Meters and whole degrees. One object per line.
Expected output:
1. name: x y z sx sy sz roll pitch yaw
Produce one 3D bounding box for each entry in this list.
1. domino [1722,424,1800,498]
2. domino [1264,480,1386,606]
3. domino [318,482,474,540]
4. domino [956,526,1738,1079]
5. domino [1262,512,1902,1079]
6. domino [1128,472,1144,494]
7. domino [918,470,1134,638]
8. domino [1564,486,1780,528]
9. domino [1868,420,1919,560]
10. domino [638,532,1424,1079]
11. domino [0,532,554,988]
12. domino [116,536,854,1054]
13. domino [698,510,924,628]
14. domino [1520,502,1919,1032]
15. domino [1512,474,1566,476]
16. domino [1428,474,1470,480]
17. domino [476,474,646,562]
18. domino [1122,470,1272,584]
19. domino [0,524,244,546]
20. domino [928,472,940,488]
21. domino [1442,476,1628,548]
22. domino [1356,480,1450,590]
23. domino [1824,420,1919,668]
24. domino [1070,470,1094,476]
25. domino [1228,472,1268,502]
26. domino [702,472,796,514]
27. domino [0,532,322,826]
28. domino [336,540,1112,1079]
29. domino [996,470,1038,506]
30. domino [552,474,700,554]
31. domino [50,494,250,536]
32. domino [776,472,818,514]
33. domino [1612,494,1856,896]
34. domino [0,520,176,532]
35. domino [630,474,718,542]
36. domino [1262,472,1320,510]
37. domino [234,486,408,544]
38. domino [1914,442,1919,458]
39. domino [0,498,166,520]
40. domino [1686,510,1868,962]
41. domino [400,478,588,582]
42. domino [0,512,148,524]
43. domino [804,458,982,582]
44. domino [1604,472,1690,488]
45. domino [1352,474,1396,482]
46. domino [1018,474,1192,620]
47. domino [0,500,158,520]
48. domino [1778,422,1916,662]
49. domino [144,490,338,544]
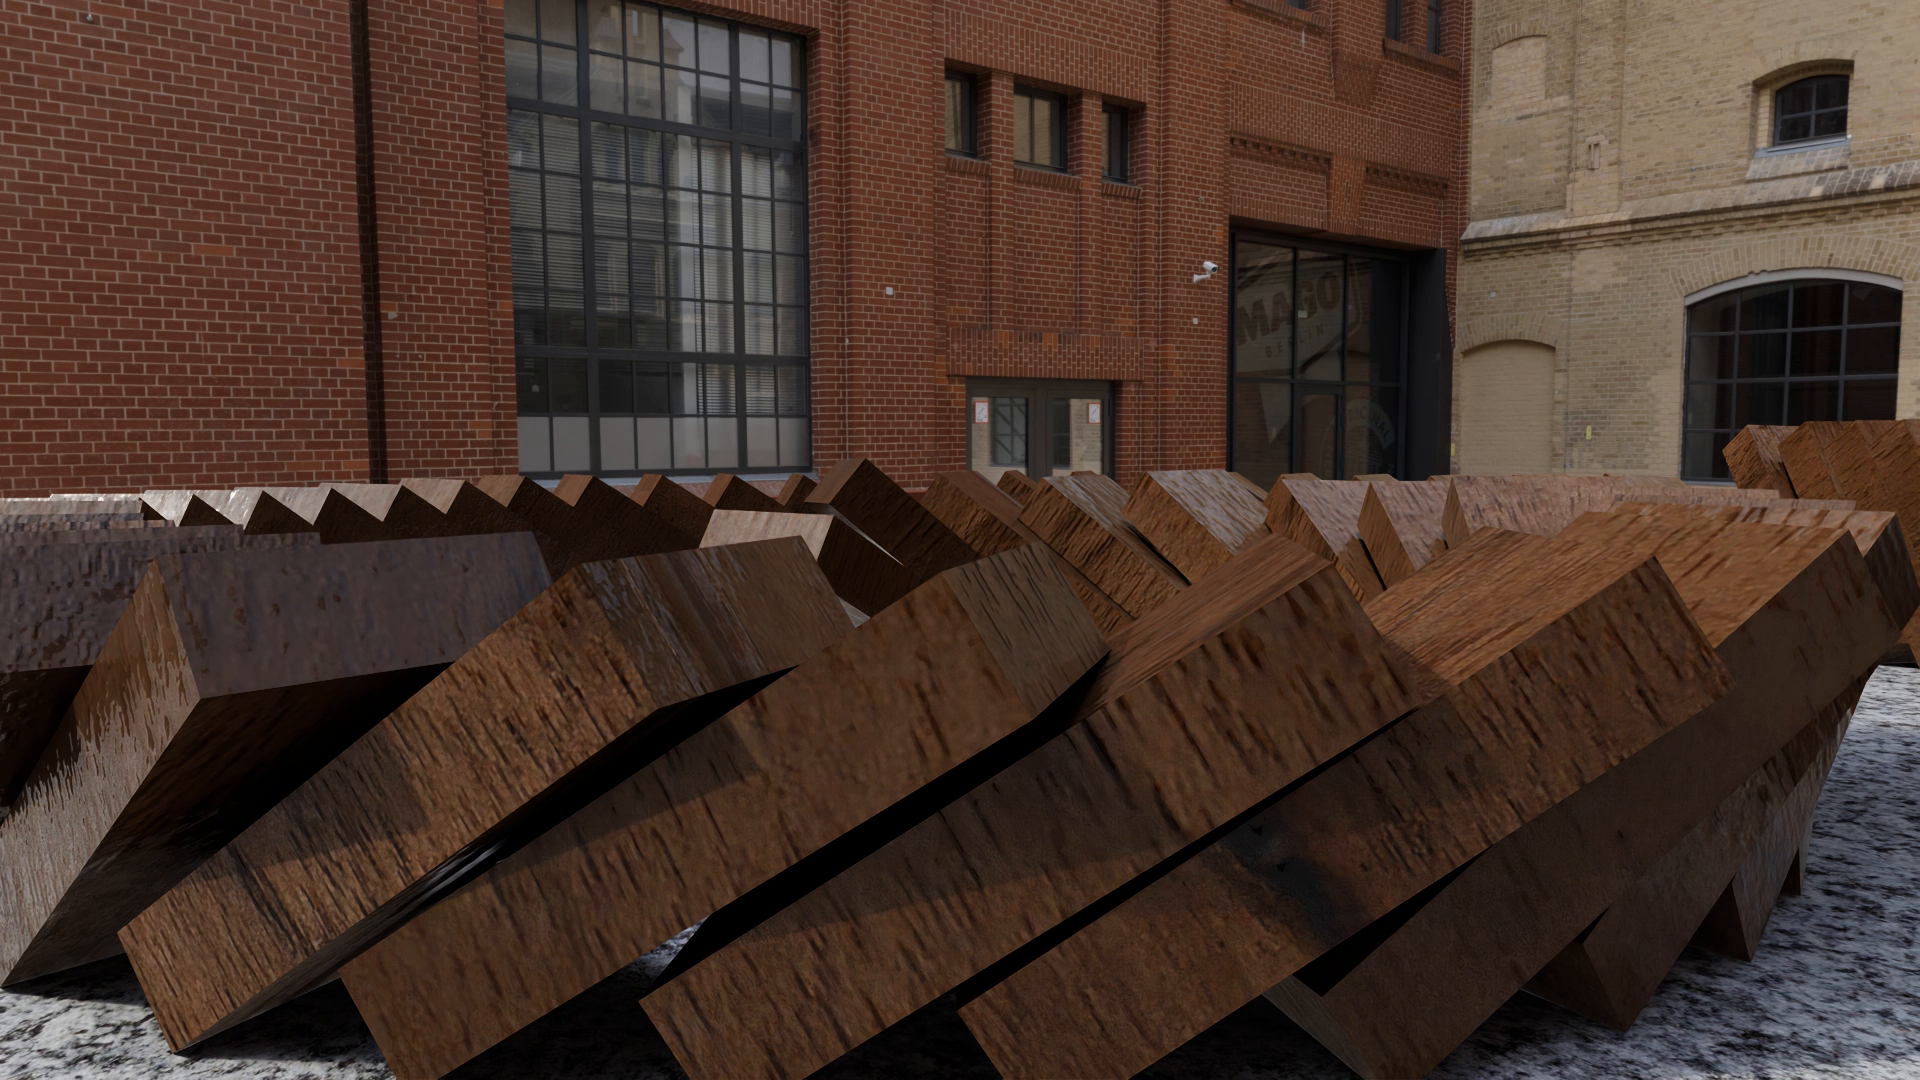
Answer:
1. domino: 0.184 -0.001 0.271 0.025 0.050 0.009 1 -32 -4
2. domino: 0.075 0.008 0.219 0.025 0.009 0.050 0 37 -17
3. domino: -0.106 0.005 0.264 0.025 0.009 0.050 3 -27 30
4. domino: 0.023 0.018 0.090 0.050 0.009 0.025 -34 4 3
5. domino: 0.042 0.017 0.098 0.050 0.010 0.025 -37 13 -10
6. domino: 0.070 -0.001 0.349 0.050 0.010 0.025 36 16 17
7. domino: 0.016 0.006 0.240 0.050 0.009 0.025 38 13 10
8. domino: 0.088 0.012 0.160 0.025 0.009 0.050 3 40 27
9. domino: 0.191 0.001 0.236 0.025 0.050 0.009 0 -29 -5
10. domino: 0.005 0.018 0.089 0.050 0.009 0.025 -34 0 8
11. domino: -0.053 0.017 0.098 0.050 0.010 0.025 -39 -20 34
12. domino: -0.033 0.018 0.093 0.050 0.009 0.025 -35 -10 22
13. domino: -0.015 0.011 0.200 0.025 0.010 0.050 3 -24 39
14. domino: 0.057 0.016 0.111 0.050 0.010 0.025 -41 22 -21
15. domino: 0.154 0.002 0.303 0.025 0.009 0.050 -3 38 -39
16. domino: 0.138 0.002 0.314 0.025 0.009 0.050 -5 39 -48
17. domino: -0.088 0.002 0.299 0.025 0.010 0.050 4 -27 50
18. domino: 0.055 0.007 0.230 0.025 0.009 0.050 -4 43 -45
19. domino: -0.083 0.016 0.122 0.025 0.009 0.050 -3 -28 -34
20. domino: 0.013 -0.001 0.352 0.050 0.010 0.025 33 3 -3
21. domino: 0.086 0.010 0.180 0.025 0.009 0.050 1 41 7
22. domino: 0.082 0.009 0.199 0.025 0.010 0.050 0 39 -4
23. domino: 0.190 0.000 0.247 0.025 0.050 0.009 0 -29 -5
24. domino: 0.052 -0.001 0.353 0.050 0.010 0.025 35 13 12
25. domino: 0.088 0.000 0.342 0.050 0.009 0.025 37 19 21
26. domino: -0.042 0.000 0.333 0.050 0.009 0.025 33 -7 -19
27. domino: -0.071 0.017 0.108 0.025 0.010 0.050 -4 -28 -38
28. domino: -0.015 0.018 0.089 0.050 0.009 0.025 -34 -6 16
29. domino: 0.032 -0.002 0.355 0.050 0.010 0.025 34 9 6
30. domino: -0.074 0.001 0.313 0.050 0.009 0.025 35 -15 -28
31. domino: -0.120 0.009 0.209 0.025 0.010 0.050 0 -28 12
32. domino: -0.024 0.000 0.341 0.050 0.009 0.025 32 -4 -14
33. domino: 0.081 0.014 0.141 0.025 0.010 0.050 4 40 39
34. domino: -0.095 0.015 0.137 0.025 0.009 0.050 -2 -28 -25
35. domino: -0.059 0.001 0.325 0.050 0.009 0.025 33 -10 -22
36. domino: 0.106 0.000 0.334 0.050 0.009 0.025 38 23 25
37. domino: -0.113 0.007 0.247 0.025 0.010 0.050 1 -28 25
38. domino: 0.192 0.002 0.224 0.025 0.050 0.009 0 -29 -5
39. domino: -0.119 0.011 0.190 0.025 0.009 0.050 0 -29 4
40. domino: 0.070 0.015 0.125 0.025 0.009 0.050 5 40 49
41. domino: -0.098 0.004 0.282 0.025 0.009 0.050 3 -28 39
42. domino: -0.105 0.014 0.153 0.025 0.009 0.050 -1 -28 -18
43. domino: -0.003 0.006 0.224 0.050 0.009 0.025 40 -9 -14
44. domino: 0.170 0.003 0.291 0.025 0.010 0.050 2 35 -24
45. domino: 0.122 0.001 0.325 0.050 0.009 0.025 40 26 28
46. domino: 0.037 0.007 0.237 0.050 0.009 0.025 42 25 24
47. domino: -0.113 0.012 0.171 0.025 0.009 0.050 -1 -29 -10
48. domino: 0.188 0.000 0.258 0.025 0.050 0.010 0 -29 -5
49. domino: -0.117 0.008 0.228 0.025 0.010 0.050 1 -28 18
